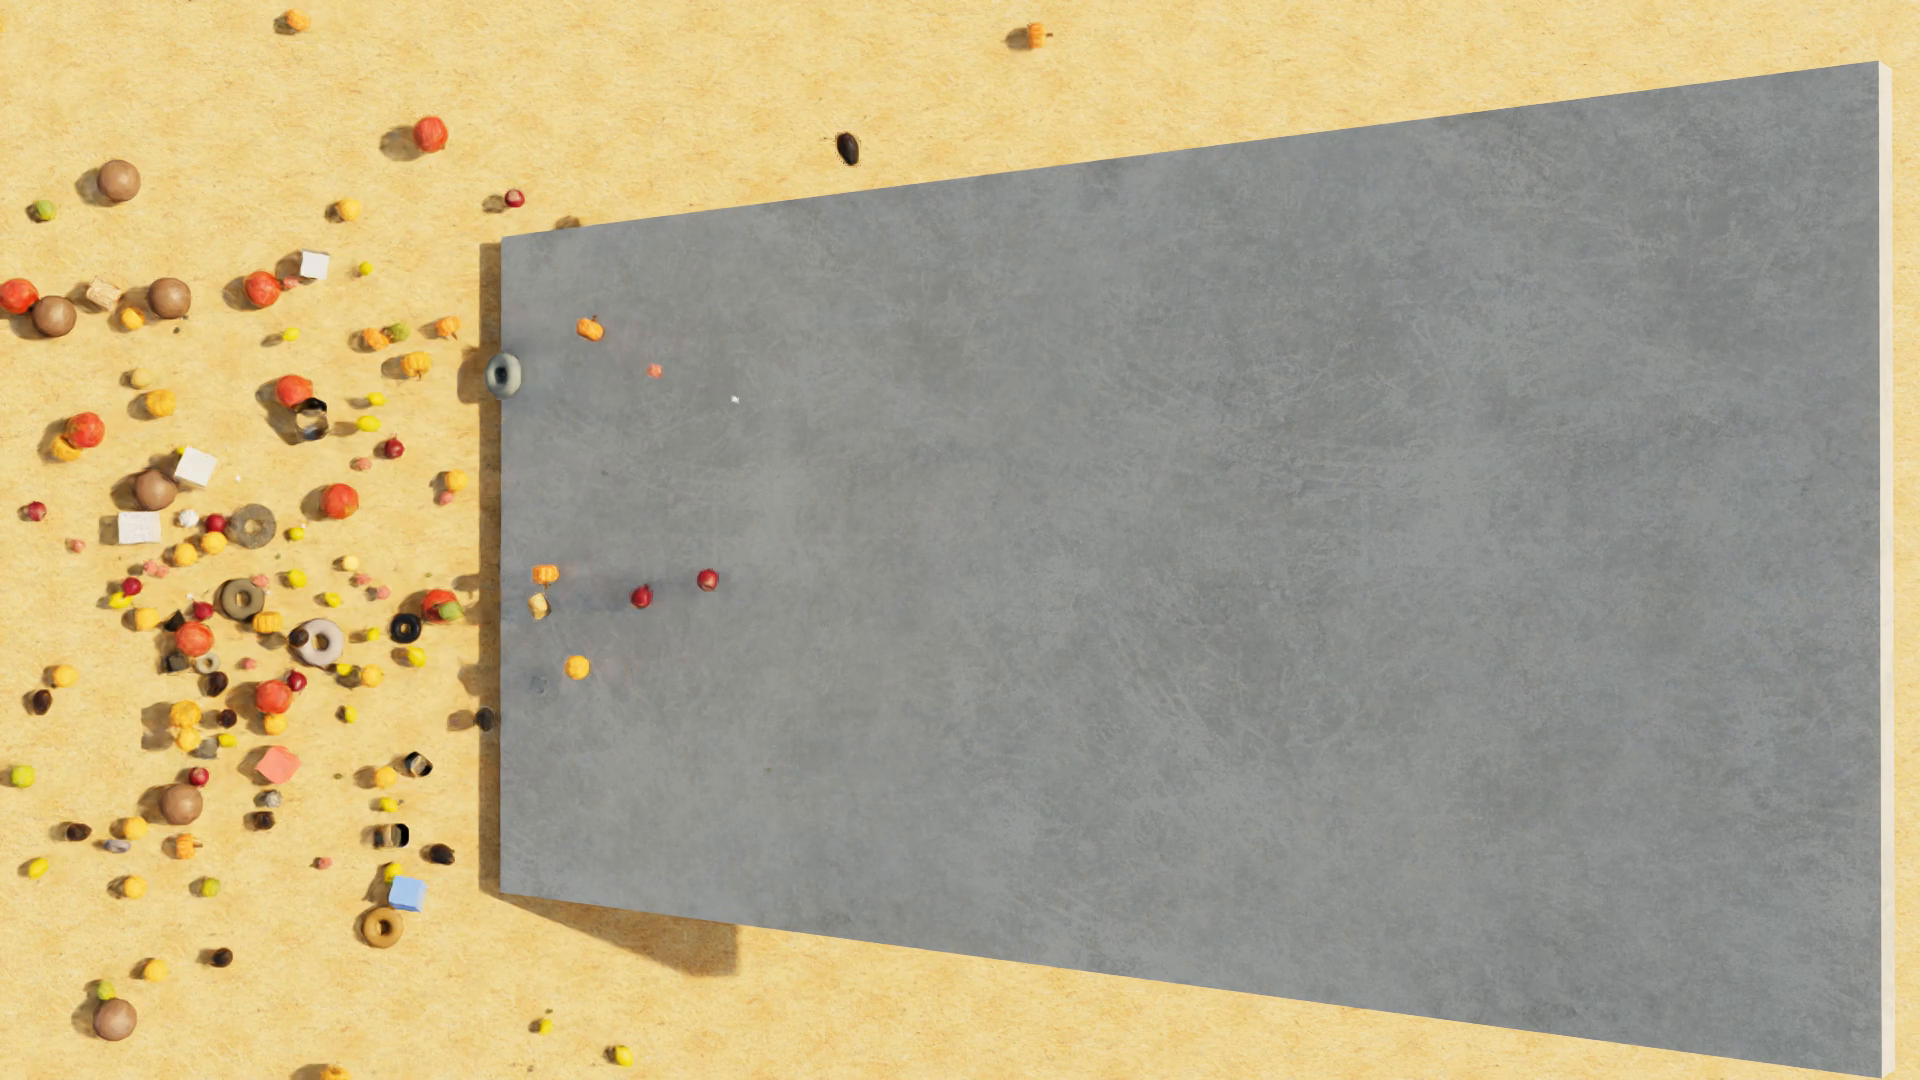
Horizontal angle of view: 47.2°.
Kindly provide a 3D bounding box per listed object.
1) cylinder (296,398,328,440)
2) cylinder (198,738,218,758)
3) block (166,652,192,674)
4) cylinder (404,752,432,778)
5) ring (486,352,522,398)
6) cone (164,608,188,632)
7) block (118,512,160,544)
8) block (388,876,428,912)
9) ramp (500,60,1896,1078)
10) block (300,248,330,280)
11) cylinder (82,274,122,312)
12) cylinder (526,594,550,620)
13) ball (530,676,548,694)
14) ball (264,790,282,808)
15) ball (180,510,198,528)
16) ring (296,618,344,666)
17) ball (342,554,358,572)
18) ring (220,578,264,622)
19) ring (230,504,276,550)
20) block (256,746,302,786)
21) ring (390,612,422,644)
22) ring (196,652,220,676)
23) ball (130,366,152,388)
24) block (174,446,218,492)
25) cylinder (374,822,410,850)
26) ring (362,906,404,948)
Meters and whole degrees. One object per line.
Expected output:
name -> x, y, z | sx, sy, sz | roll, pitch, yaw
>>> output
cylinder -> -1.978, -0.368, 6.713 | 0.093, 0.093, 0.093 | 11, 131, 0
cylinder -> -2.309, 0.640, 6.752 | 0.060, 0.060, 0.060 | 2, 87, 0
block -> -2.403, 0.377, 6.759 | 0.052, 0.052, 0.052 | -17, 90, 0
cylinder -> -1.658, 0.687, 6.732 | 0.060, 0.060, 0.060 | -15, 52, 19
ring -> -1.385, -0.500, 6.672 | 0.139, 0.046, 0.139 | -1, 88, 36
cone -> -2.409, 0.238, 6.771 | 0.071, 0.071, 0.071 | -2, 63, 0
block -> -2.516, -0.038, 6.742 | 0.093, 0.093, 0.093 | -2, 90, 0
block -> -1.688, 1.082, 6.723 | 0.084, 0.084, 0.084 | 9, 67, 4
ramp -> 0.233, 0.065, 5.553 | 4.000, 0.100, 2.000 | 0, 89, 37
block -> -1.977, -0.845, 6.734 | 0.075, 0.075, 0.075 | 8, 103, -19
cylinder -> -2.624, -0.754, 6.727 | 0.082, 0.082, 0.082 | -49, 122, 0
cylinder -> -1.258, 0.199, 6.566 | 0.053, 0.053, 0.053 | -32, 70, 0
ball -> -1.257, 0.432, 6.565 | 0.053, 0.053, 0.053 | 0, 90, 0
ball -> -2.108, 0.796, 6.752 | 0.056, 0.056, 0.056 | 0, 90, 0
ball -> -2.370, -0.067, 6.760 | 0.057, 0.057, 0.057 | 0, 90, 0
ring -> -1.969, 0.315, 6.761 | 0.150, 0.050, 0.150 | 0, 88, 0
ball -> -1.875, 0.070, 6.762 | 0.051, 0.051, 0.051 | 0, 90, 0
ring -> -2.206, 0.183, 6.765 | 0.135, 0.045, 0.135 | 0, 91, 0
ring -> -2.174, -0.042, 6.765 | 0.143, 0.048, 0.143 | 0, 89, -1
block -> -2.085, 0.690, 6.737 | 0.085, 0.085, 0.085 | 37, 90, 5
ring -> -1.704, 0.272, 6.769 | 0.098, 0.033, 0.098 | 0, 87, 3
ring -> -2.317, 0.380, 6.773 | 0.075, 0.025, 0.075 | 0, 88, 0
ball -> -2.516, -0.500, 6.758 | 0.067, 0.067, 0.067 | 0, 90, 0
block -> -2.324, -0.216, 6.684 | 0.095, 0.095, 0.095 | 23, 73, -17
cylinder -> -1.738, 0.906, 6.727 | 0.076, 0.076, 0.076 | -11, 90, 35
ring -> -1.774, 1.191, 6.758 | 0.130, 0.043, 0.130 | 0, 91, 1
